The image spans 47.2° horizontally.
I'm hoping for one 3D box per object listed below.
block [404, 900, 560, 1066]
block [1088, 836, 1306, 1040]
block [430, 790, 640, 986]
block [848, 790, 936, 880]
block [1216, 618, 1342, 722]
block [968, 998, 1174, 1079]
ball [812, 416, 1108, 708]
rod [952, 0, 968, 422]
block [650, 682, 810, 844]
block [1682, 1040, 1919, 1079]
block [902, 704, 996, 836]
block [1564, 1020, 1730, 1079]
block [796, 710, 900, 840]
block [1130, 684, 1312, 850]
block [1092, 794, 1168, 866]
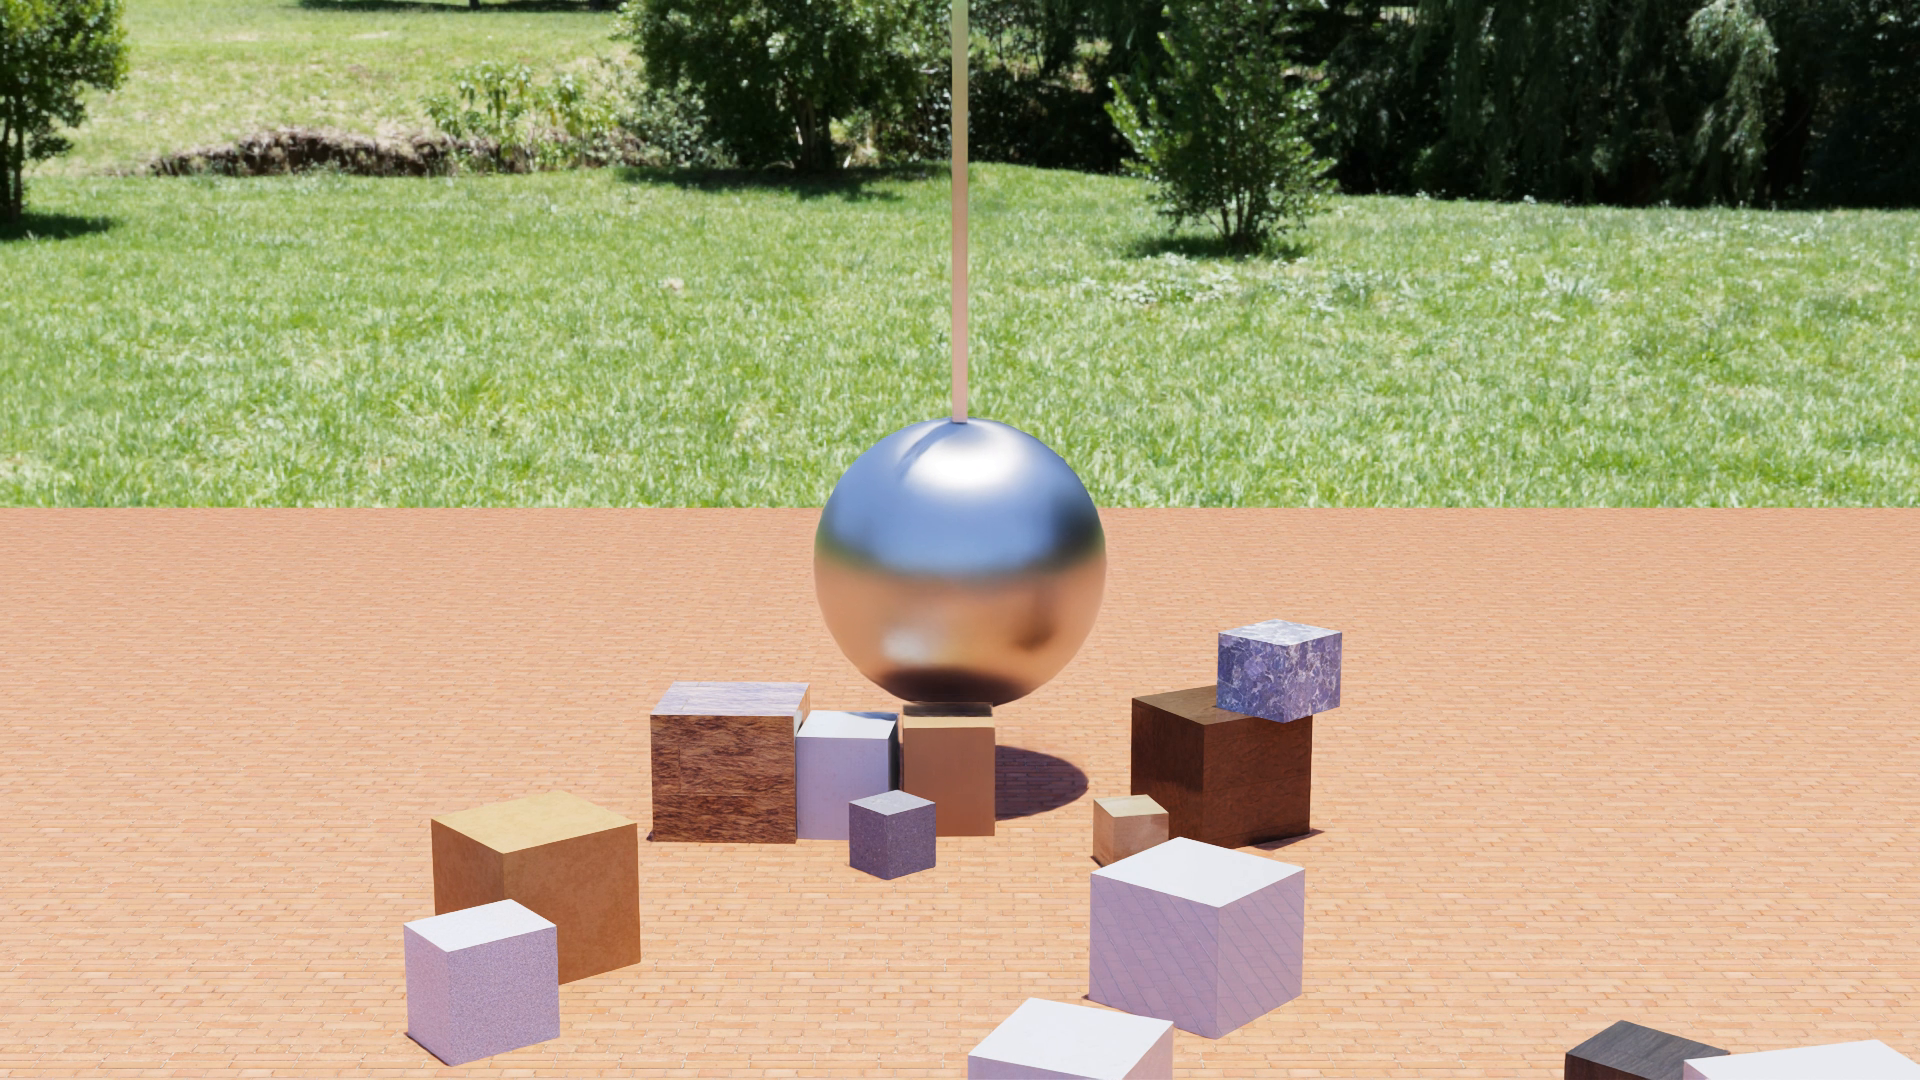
[{"bbox_3d":[-1.889,1.741,8.690,0.464,0.465,0.394,-8,13,-37],"label":"block"},{"bbox_3d":[0.978,1.627,9.079,0.635,0.550,0.625,9,14,40],"label":"block"},{"bbox_3d":[-1.829,1.512,9.488,0.642,0.630,0.632,-9,13,-40],"label":"block"},{"bbox_3d":[-0.330,1.439,10.742,0.307,0.326,0.292,-9,14,-41],"label":"block"},{"bbox_3d":[1.615,0.656,11.123,0.461,0.389,0.427,-10,14,-43],"label":"block"},{"bbox_3d":[0.380,1.936,7.473,0.533,0.517,0.543,5,11,24],"label":"block"},{"bbox_3d":[0.000,0.130,11.946,1.600,1.600,1.600,0,10,0],"label":"ball"},{"bbox_3d":[0.000,-3.116,10.935,0.080,5.200,0.080,0,17,0],"label":"rod"},{"bbox_3d":[-1.176,1.144,11.406,0.724,0.667,0.686,1,10,3],"label":"block"},{"bbox_3d":[2.728,2.008,6.786,0.701,0.621,0.721,-2,11,-13],"label":"block"},{"bbox_3d":[-0.062,1.190,11.412,0.465,0.576,0.472,0,10,-2],"label":"block"},{"bbox_3d":[2.402,1.969,7.708,0.412,0.368,0.410,10,14,43],"label":"block"},{"bbox_3d":[-0.573,1.215,11.375,0.466,0.540,0.515,1,10,5],"label":"block"},{"bbox_3d":[1.339,1.161,11.310,0.683,0.670,0.626,-6,12,-30],"label":"block"},{"bbox_3d":[0.834,1.446,10.775,0.279,0.299,0.315,-3,11,-14],"label":"block"}]
